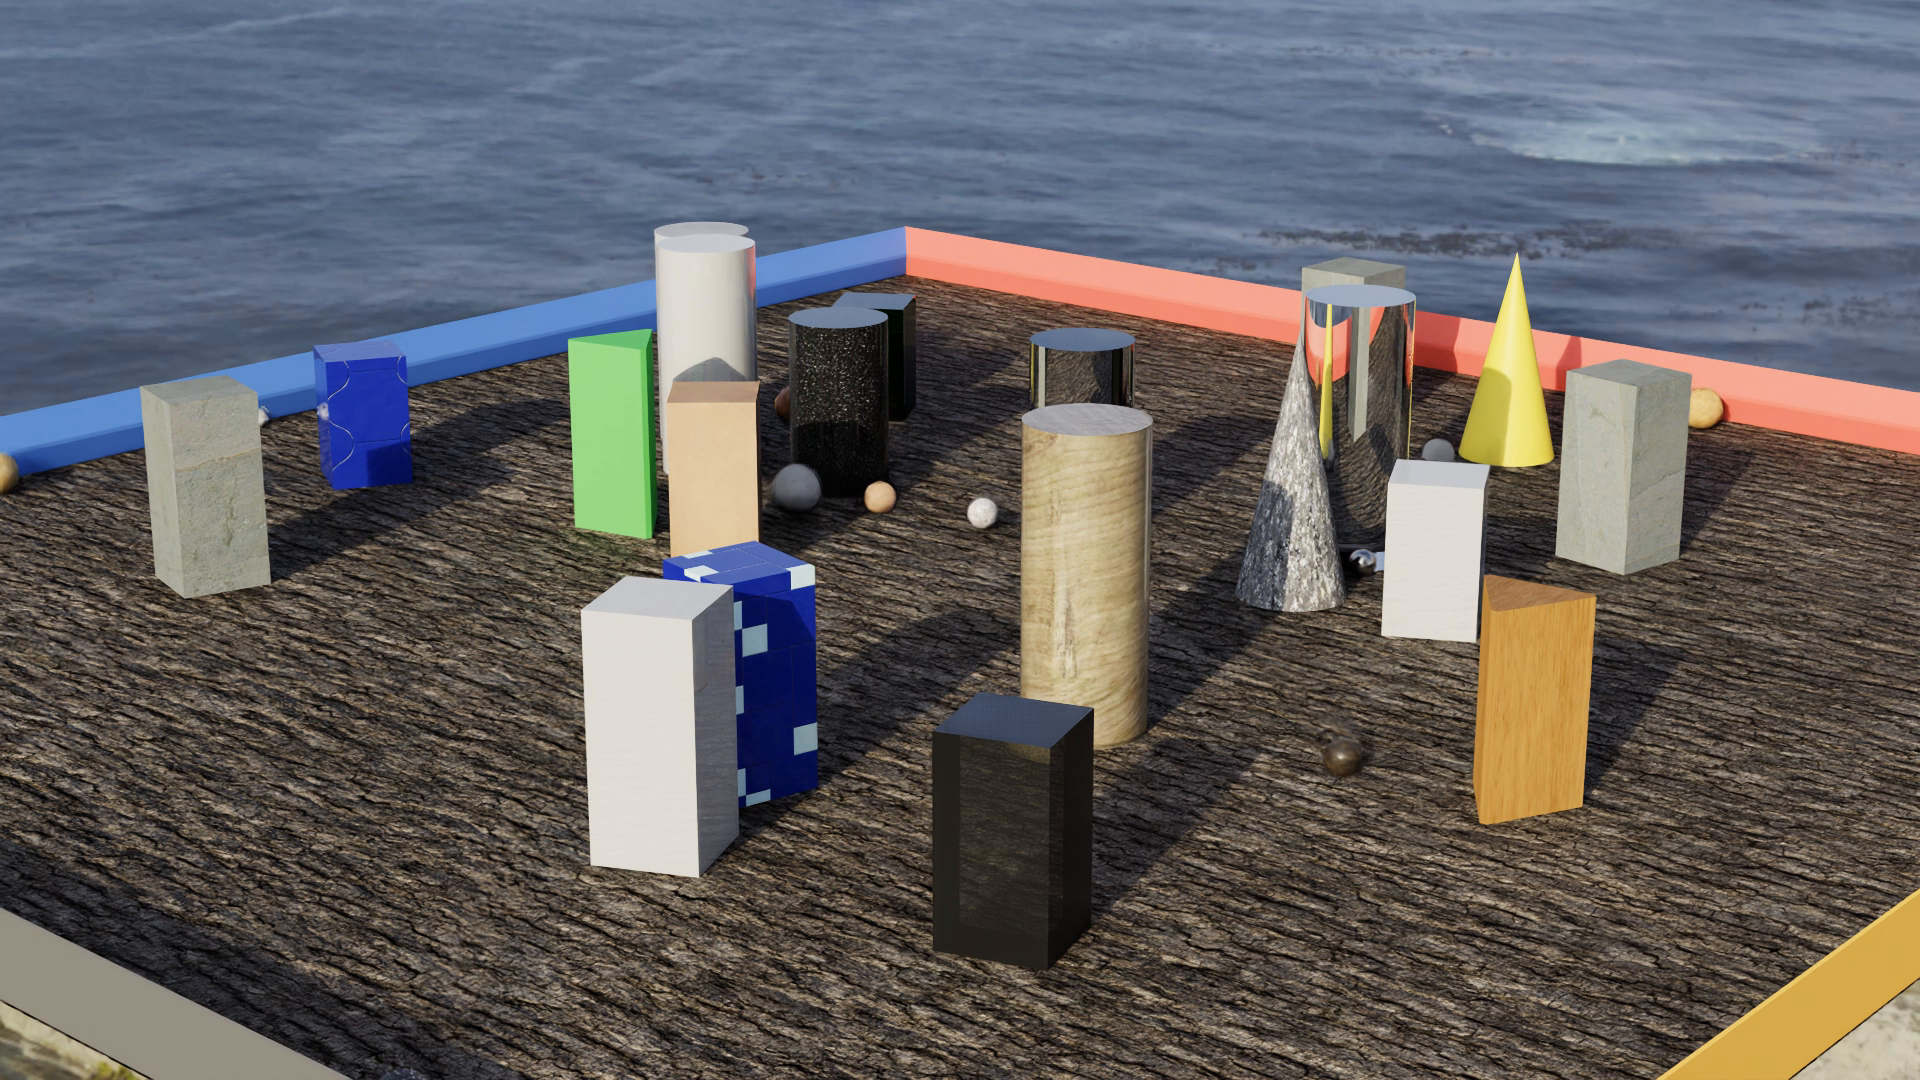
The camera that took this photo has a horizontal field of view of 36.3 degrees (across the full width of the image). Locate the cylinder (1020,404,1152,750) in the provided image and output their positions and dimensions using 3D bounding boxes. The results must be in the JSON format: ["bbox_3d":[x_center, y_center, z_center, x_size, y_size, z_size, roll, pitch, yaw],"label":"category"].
[{"bbox_3d":[0.189,0.054,4.426,0.195,0.487,0.195,0,17,0],"label":"cylinder"}]

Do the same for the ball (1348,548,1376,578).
[{"bbox_3d":[0.717,0.041,5.226,0.050,0.050,0.050,0,17,0],"label":"ball"}]

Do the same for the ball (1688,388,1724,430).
[{"bbox_3d":[1.574,-0.279,6.222,0.088,0.088,0.088,0,17,0],"label":"ball"}]

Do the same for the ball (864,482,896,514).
[{"bbox_3d":[-0.153,-0.082,5.611,0.062,0.062,0.062,0,17,0],"label":"ball"}]

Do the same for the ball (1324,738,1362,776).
[{"bbox_3d":[0.561,0.318,4.295,0.057,0.057,0.057,0,17,0],"label":"ball"}]

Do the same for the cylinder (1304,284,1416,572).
[{"bbox_3d":[0.712,-0.203,5.283,0.195,0.484,0.195,0,17,0],"label":"cylinder"}]

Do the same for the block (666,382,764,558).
[{"bbox_3d":[-0.438,-0.111,5.266,0.156,0.318,0.156,0,17,-1],"label":"block"}]

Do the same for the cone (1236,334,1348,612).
[{"bbox_3d":[0.580,-0.132,5.066,0.195,0.475,0.195,0,17,0],"label":"cone"}]

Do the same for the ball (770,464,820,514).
[{"bbox_3d":[-0.314,-0.096,5.602,0.095,0.095,0.095,0,17,0],"label":"ball"}]

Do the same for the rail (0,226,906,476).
[{"bbox_3d":[-1.436,-0.328,6.314,0.045,0.127,3.996,14,22,39],"label":"rail"}]

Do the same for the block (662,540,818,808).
[{"bbox_3d":[-0.316,0.193,4.225,0.156,0.337,0.156,-12,21,-35],"label":"block"}]

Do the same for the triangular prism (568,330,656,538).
[{"bbox_3d":[-0.618,-0.206,5.507,0.169,0.361,0.147,9,19,27],"label":"triangular prism"}]

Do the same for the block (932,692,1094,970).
[{"bbox_3d":[0.068,0.367,3.718,0.156,0.297,0.156,7,18,22],"label":"block"}]

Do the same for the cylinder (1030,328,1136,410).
[{"bbox_3d":[0.226,-0.193,5.451,0.195,0.368,0.195,0,17,0],"label":"cylinder"}]

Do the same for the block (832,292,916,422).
[{"bbox_3d":[-0.186,-0.397,6.340,0.156,0.246,0.156,3,17,9],"label":"block"}]

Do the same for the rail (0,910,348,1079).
[{"bbox_3d":[-1.294,0.462,3.693,3.852,0.127,0.045,14,22,39],"label":"rail"}]

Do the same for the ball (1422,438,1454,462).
[{"bbox_3d":[0.966,-0.173,5.914,0.064,0.064,0.064,0,17,0],"label":"ball"}]

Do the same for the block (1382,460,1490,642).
[{"bbox_3d":[0.801,0.017,4.935,0.156,0.265,0.156,4,17,13],"label":"block"}]

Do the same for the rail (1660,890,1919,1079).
[{"bbox_3d":[1.436,0.392,3.926,0.045,0.127,3.996,14,22,39],"label":"rail"}]

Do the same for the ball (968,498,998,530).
[{"bbox_3d":[0.043,-0.049,5.512,0.058,0.058,0.058,0,17,0],"label":"ball"}]

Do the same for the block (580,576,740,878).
[{"bbox_3d":[-0.405,0.252,3.983,0.156,0.364,0.156,5,17,15],"label":"block"}]

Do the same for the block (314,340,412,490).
[{"bbox_3d":[-1.188,-0.251,5.834,0.156,0.258,0.156,-6,18,-20],"label":"block"}]

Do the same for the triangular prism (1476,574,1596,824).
[{"bbox_3d":[0.783,0.219,4.176,0.169,0.315,0.147,-7,18,-23],"label":"triangular prism"}]

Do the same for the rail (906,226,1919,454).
[{"bbox_3d":[1.294,-0.399,6.547,3.852,0.127,0.045,14,22,39],"label":"rail"}]

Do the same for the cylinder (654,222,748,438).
[{"bbox_3d":[-0.534,-0.431,6.121,0.195,0.437,0.195,0,17,0],"label":"cylinder"}]

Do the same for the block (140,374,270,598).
[{"bbox_3d":[-1.328,-0.096,5.163,0.156,0.349,0.156,-11,20,-31],"label":"block"}]

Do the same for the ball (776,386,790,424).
[{"bbox_3d":[-0.348,-0.289,6.256,0.088,0.088,0.088,0,17,0],"label":"ball"}]

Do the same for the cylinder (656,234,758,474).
[{"bbox_3d":[-0.503,-0.367,5.869,0.195,0.460,0.195,0,17,0],"label":"cylinder"}]

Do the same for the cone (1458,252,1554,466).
[{"bbox_3d":[1.124,-0.379,5.975,0.195,0.422,0.195,0,17,0],"label":"cone"}]

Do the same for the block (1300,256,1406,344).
[{"bbox_3d":[0.835,-0.418,6.257,0.156,0.334,0.156,15,22,40],"label":"block"}]

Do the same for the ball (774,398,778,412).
[{"bbox_3d":[-0.378,-0.293,6.341,0.047,0.047,0.047,0,17,0],"label":"ball"}]

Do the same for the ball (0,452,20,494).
[{"bbox_3d":[-1.885,-0.131,5.739,0.084,0.084,0.084,0,17,0],"label":"ball"}]

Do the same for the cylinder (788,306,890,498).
[{"bbox_3d":[-0.238,-0.273,5.768,0.195,0.338,0.195,0,17,0],"label":"cylinder"}]

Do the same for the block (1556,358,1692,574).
[{"bbox_3d":[1.198,-0.134,5.296,0.156,0.346,0.156,-13,21,-37],"label":"block"}]

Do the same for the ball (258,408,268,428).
[{"bbox_3d":[-1.492,-0.259,6.236,0.042,0.042,0.042,0,17,0],"label":"ball"}]

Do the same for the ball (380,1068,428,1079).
[{"bbox_3d":[-0.619,0.623,3.260,0.071,0.071,0.071,0,17,0],"label":"ball"}]
